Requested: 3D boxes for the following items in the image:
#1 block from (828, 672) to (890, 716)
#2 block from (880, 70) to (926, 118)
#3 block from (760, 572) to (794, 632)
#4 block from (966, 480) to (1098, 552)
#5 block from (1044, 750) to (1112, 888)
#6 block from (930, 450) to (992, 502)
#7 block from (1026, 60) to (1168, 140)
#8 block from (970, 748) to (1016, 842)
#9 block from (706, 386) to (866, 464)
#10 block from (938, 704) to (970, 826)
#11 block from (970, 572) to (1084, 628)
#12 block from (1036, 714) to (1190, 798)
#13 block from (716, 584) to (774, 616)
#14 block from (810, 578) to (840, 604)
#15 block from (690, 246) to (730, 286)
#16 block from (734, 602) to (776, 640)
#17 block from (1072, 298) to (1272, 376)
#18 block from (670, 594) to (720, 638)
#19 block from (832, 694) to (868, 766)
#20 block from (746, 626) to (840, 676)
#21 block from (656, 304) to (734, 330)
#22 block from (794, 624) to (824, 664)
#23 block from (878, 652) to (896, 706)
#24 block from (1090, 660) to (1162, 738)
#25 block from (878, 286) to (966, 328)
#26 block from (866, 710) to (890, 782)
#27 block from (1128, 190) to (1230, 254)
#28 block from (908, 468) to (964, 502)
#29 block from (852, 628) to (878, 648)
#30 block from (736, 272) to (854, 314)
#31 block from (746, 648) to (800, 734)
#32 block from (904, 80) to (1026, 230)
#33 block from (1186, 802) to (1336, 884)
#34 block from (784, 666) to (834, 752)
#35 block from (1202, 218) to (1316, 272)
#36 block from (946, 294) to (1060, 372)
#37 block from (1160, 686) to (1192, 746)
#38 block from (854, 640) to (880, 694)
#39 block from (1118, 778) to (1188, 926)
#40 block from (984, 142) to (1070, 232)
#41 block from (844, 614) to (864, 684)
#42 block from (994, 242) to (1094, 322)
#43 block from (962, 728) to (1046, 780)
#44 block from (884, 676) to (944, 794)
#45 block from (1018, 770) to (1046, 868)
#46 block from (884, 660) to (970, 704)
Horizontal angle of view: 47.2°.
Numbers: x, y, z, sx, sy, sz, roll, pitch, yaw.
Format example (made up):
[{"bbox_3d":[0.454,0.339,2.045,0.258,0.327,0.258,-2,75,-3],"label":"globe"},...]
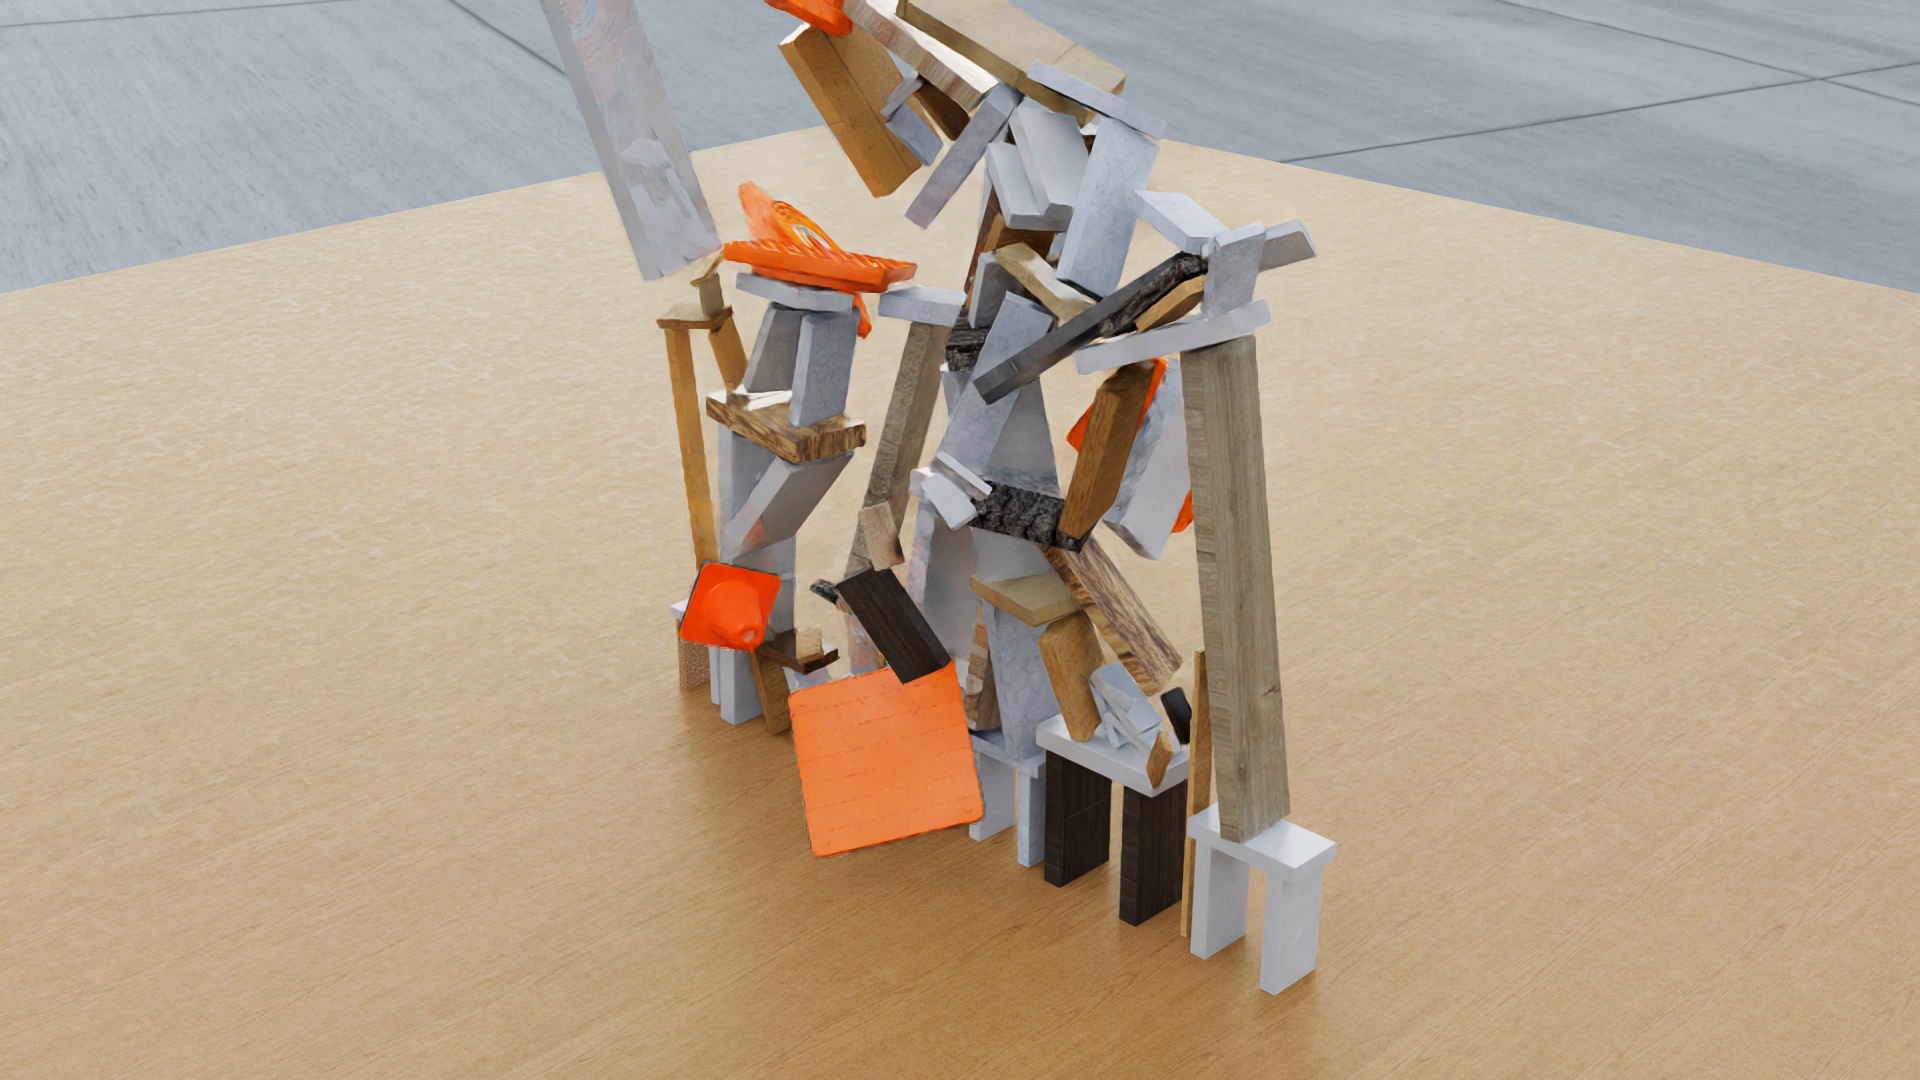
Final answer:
[{"bbox_3d":[-0.192,0.318,4.570,0.161,0.023,0.081,21,31,40],"label":"block"},{"bbox_3d":[-0.102,-0.841,4.107,0.117,0.017,0.059,-33,27,44],"label":"block"},{"bbox_3d":[-0.390,0.137,4.688,0.070,0.140,0.020,-12,39,-22],"label":"block"},{"bbox_3d":[0.125,-0.043,3.892,0.217,0.031,0.108,14,34,14],"label":"block"},{"bbox_3d":[0.226,0.508,4.198,0.143,0.285,0.040,-21,31,-40],"label":"block"},{"bbox_3d":[0.001,-0.107,3.681,0.108,0.015,0.054,36,-17,-5],"label":"block"},{"bbox_3d":[0.235,-0.759,3.789,0.235,0.033,0.117,34,13,39],"label":"block"},{"bbox_3d":[0.064,0.486,4.355,0.101,0.202,0.029,-21,31,-40],"label":"block"},{"bbox_3d":[-0.354,-0.244,4.439,0.167,0.047,0.334,-17,29,-33],"label":"block"},{"bbox_3d":[0.017,0.438,4.403,0.035,0.246,0.123,21,27,40],"label":"block"},{"bbox_3d":[0.127,0.093,4.015,0.121,0.034,0.241,-19,22,-22],"label":"block"},{"bbox_3d":[0.293,0.384,4.072,0.143,0.040,0.285,-21,31,-41],"label":"block"},{"bbox_3d":[-0.442,0.122,4.526,0.070,0.020,0.140,4,17,18],"label":"block"},{"bbox_3d":[-0.254,0.117,4.568,0.108,0.015,0.054,29,21,12],"label":"block"},{"bbox_3d":[-0.496,-0.541,4.348,0.045,0.013,0.091,-11,39,46],"label":"block"},{"bbox_3d":[-0.438,0.164,4.643,0.070,0.140,0.020,1,54,10],"label":"block"},{"bbox_3d":[0.350,-0.336,3.636,0.295,0.042,0.148,-11,9,33],"label":"block"},{"bbox_3d":[-0.557,0.169,4.893,0.171,0.024,0.085,21,31,40],"label":"block"},{"bbox_3d":[-0.230,0.387,4.642,0.023,0.161,0.081,22,31,40],"label":"block"},{"bbox_3d":[-0.359,0.228,4.692,0.097,0.028,0.194,-23,33,-39],"label":"block"},{"bbox_3d":[-0.539,-0.454,4.469,0.144,0.020,0.072,5,34,32],"label":"block"},{"bbox_3d":[-0.316,0.218,4.610,0.054,0.015,0.108,-17,31,4],"label":"block"},{"bbox_3d":[-0.140,0.277,4.491,0.016,0.112,0.056,17,28,41],"label":"block"},{"bbox_3d":[0.301,0.288,3.992,0.069,0.020,0.139,-21,69,-45],"label":"block"},{"bbox_3d":[0.012,-0.446,4.271,0.305,0.043,0.153,12,17,28],"label":"block"},{"bbox_3d":[-0.155,0.417,4.573,0.081,0.161,0.023,-20,31,-39],"label":"block"},{"bbox_3d":[0.369,-0.522,3.619,0.102,0.029,0.204,0,29,-26],"label":"block"},{"bbox_3d":[0.079,-0.074,4.282,0.170,0.048,0.340,-7,22,-45],"label":"block"},{"bbox_3d":[-0.162,0.202,4.500,0.112,0.016,0.056,17,25,35],"label":"block"},{"bbox_3d":[-0.320,-0.476,4.222,0.120,0.034,0.240,1,13,-35],"label":"block"},{"bbox_3d":[-0.394,0.311,4.777,0.097,0.194,0.028,-23,14,-39],"label":"block"},{"bbox_3d":[0.027,-0.750,4.152,0.050,0.356,0.178,37,51,-4],"label":"block"},{"bbox_3d":[0.529,0.526,3.871,0.237,0.034,0.118,21,31,40],"label":"block"},{"bbox_3d":[-0.309,0.346,4.700,0.028,0.194,0.097,-7,13,42],"label":"block"},{"bbox_3d":[0.476,-0.460,3.504,0.163,0.081,0.023,-14,61,21],"label":"block"},{"bbox_3d":[0.086,-0.392,3.989,0.171,0.049,0.343,-3,24,10],"label":"block"},{"bbox_3d":[0.393,0.312,3.909,0.049,0.097,0.014,-21,-4,-46],"label":"block"},{"bbox_3d":[-0.192,0.255,4.541,0.016,0.112,0.056,14,23,40],"label":"block"},{"bbox_3d":[0.361,0.560,4.075,0.143,0.285,0.040,-21,31,-40],"label":"block"},{"bbox_3d":[0.118,-0.615,3.829,0.110,0.031,0.220,1,43,-15],"label":"block"},{"bbox_3d":[-0.215,0.220,4.575,0.015,0.146,0.054,-1,12,21],"label":"block"},{"bbox_3d":[0.145,-0.435,3.723,0.175,0.025,0.087,43,28,11],"label":"block"},{"bbox_3d":[0.112,0.399,4.266,0.101,0.029,0.202,-21,31,-40],"label":"block"},{"bbox_3d":[-0.092,0.388,4.514,0.035,0.246,0.123,20,23,39],"label":"block"},{"bbox_3d":[0.158,0.525,4.265,0.101,0.203,0.029,-21,31,-40],"label":"block"},{"bbox_3d":[-0.020,0.274,4.419,0.246,0.035,0.123,21,20,39],"label":"block"}]
